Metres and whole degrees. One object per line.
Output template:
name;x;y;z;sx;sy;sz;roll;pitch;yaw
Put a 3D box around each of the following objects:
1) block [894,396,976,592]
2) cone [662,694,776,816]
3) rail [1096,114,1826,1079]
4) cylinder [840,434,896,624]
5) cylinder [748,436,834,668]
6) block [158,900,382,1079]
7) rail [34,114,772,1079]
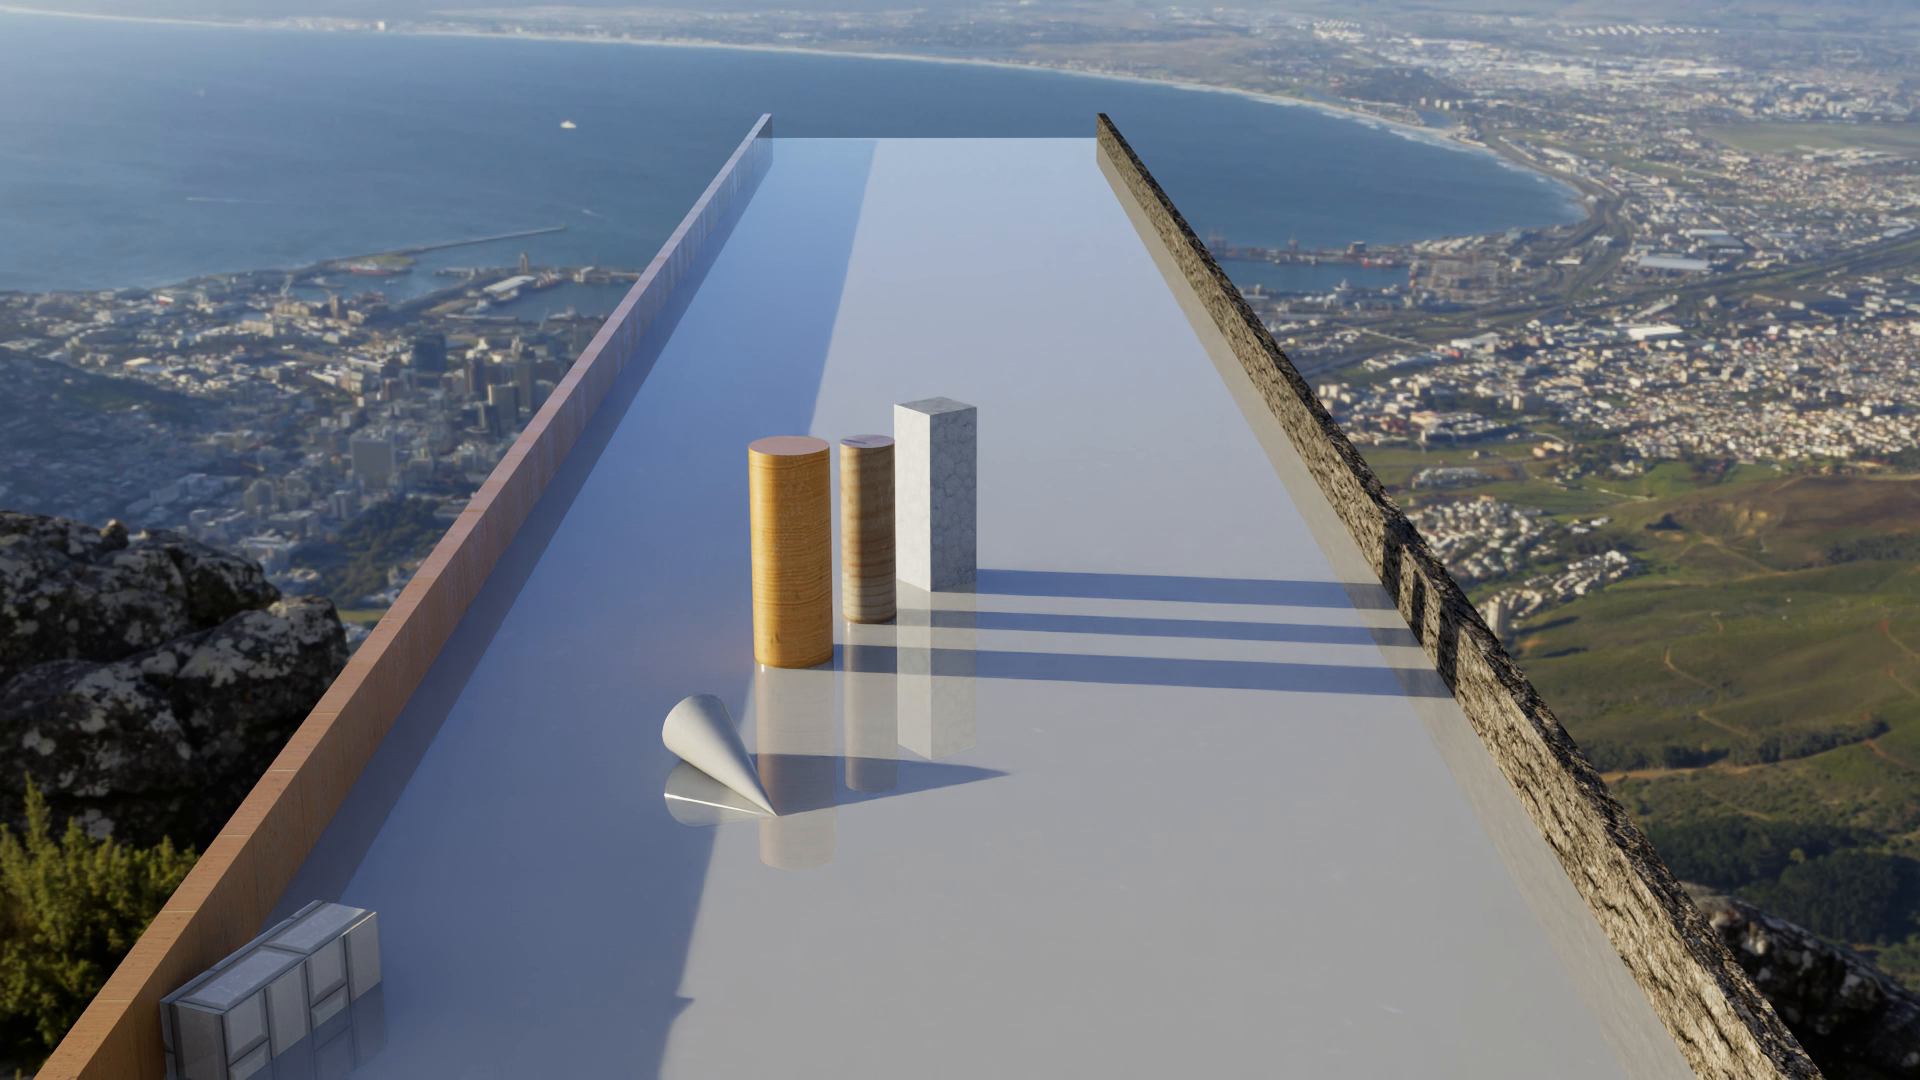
block;-0.054;-0.103;4.873;0.129;0.399;0.129;-12;21;-36
cone;-0.387;0.396;3.786;0.128;0.128;0.313;-10;31;-31
rail;0.932;-0.844;7.801;0.050;0.150;12.000;0;17;-1
cylinder;-0.193;-0.022;4.631;0.116;0.383;0.116;0;17;0
cylinder;-0.336;0.024;4.380;0.160;0.437;0.160;0;17;0
block;-0.929;0.611;2.988;0.105;0.105;0.320;7;18;21
rail;-1.118;-0.838;7.780;0.050;0.150;12.000;0;17;-1
